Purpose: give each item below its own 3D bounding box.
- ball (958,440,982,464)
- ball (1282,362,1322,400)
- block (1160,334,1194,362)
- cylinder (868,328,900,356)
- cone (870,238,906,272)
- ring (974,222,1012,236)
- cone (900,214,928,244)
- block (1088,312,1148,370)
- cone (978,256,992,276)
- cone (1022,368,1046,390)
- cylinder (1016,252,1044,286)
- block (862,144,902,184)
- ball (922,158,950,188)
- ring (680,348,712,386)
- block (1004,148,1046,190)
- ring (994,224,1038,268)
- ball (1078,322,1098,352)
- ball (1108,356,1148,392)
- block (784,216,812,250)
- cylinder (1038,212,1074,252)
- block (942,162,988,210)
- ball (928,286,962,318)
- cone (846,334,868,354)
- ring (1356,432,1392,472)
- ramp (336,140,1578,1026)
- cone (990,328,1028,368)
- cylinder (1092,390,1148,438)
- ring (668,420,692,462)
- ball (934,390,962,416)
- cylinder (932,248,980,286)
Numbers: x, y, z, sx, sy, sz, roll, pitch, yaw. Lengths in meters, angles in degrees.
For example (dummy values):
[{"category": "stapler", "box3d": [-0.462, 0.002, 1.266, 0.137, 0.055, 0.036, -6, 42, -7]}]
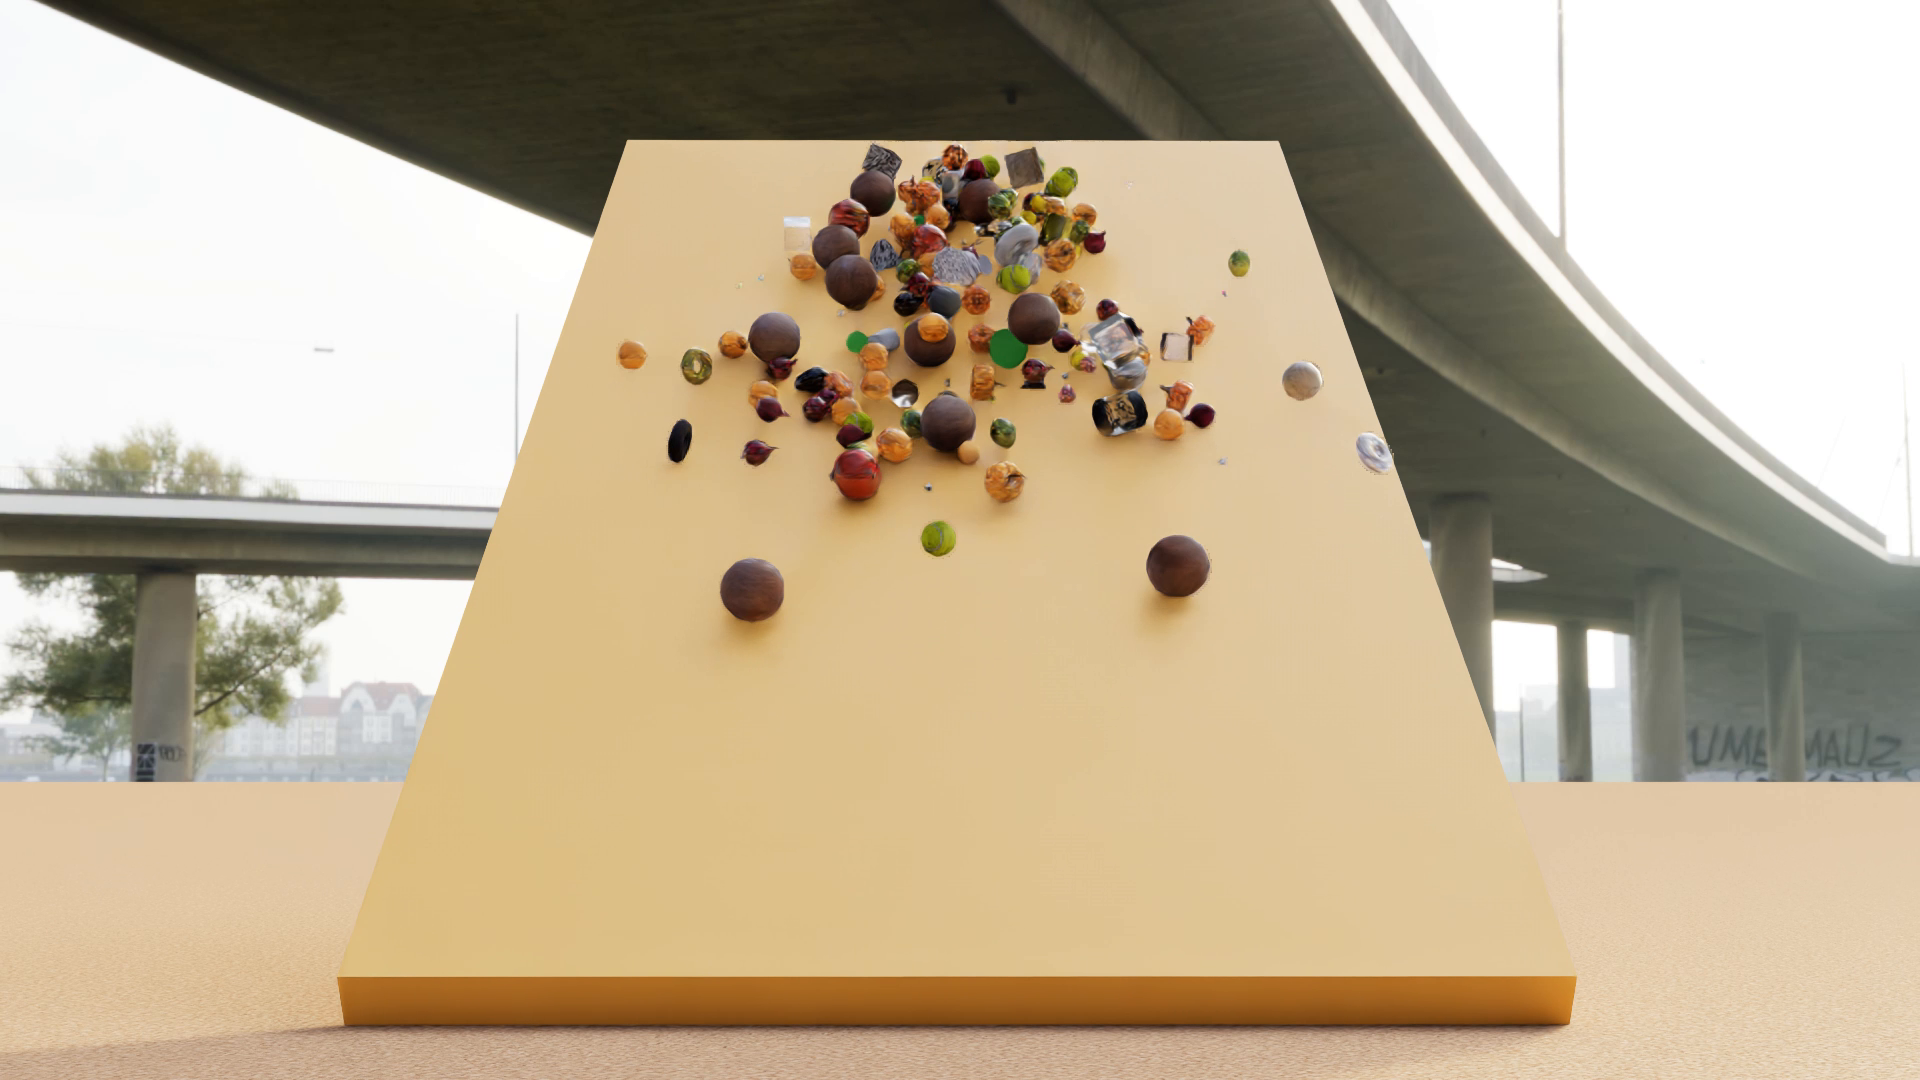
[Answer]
[{"category": "ball", "box3d": [0.021, -0.198, 5.447, 0.055, 0.055, 0.055, 0, -6, 0]}, {"category": "ball", "box3d": [0.795, -0.370, 5.579, 0.091, 0.091, 0.091, 0, -6, 0]}, {"category": "block", "box3d": [0.525, -0.466, 5.814, 0.064, 0.064, 0.064, 4, 3, -10]}, {"category": "cylinder", "box3d": [-0.190, -0.493, 5.979, 0.057, 0.057, 0.057, -6, 16, 47]}, {"category": "cone", "box3d": [-0.180, -0.757, 6.472, 0.091, 0.091, 0.091, 12, -12, -38]}, {"category": "ring", "box3d": [0.092, -0.856, 6.602, 0.106, 0.035, 0.106, -6, 11, 1]}, {"category": "cone", "box3d": [-0.110, -0.876, 6.615, 0.082, 0.082, 0.082, 3, -33, -26]}, {"category": "block", "box3d": [0.372, -0.468, 5.644, 0.091, 0.091, 0.091, -30, -16, 18]}, {"category": "cone", "box3d": [0.046, -0.732, 6.446, 0.056, 0.056, 0.056, -7, -9, 40]}, {"category": "cone", "box3d": [0.170, -0.379, 5.805, 0.057, 0.057, 0.057, -30, -15, 15]}, {"category": "cylinder", "box3d": [0.182, -0.716, 6.323, 0.063, 0.063, 0.063, 10, -37, 8]}, {"category": "block", "box3d": [-0.227, -1.098, 7.003, 0.076, 0.076, 0.076, 23, -5, 23]}, {"category": "ball", "box3d": [-0.067, -1.071, 6.996, 0.089, 0.089, 0.089, 0, -6, 0]}, {"category": "ring", "box3d": [-0.636, -0.420, 5.800, 0.030, 0.091, 0.091, 1, -3, 44]}, {"category": "block", "box3d": [0.185, -1.067, 6.893, 0.093, 0.093, 0.093, -15, 2, 6]}, {"category": "ring", "box3d": [0.149, -0.782, 6.368, 0.136, 0.045, 0.136, -34, -25, -18]}, {"category": "ball", "box3d": [0.333, -0.506, 5.987, 0.075, 0.075, 0.075, 0, -6, 0]}, {"category": "ball", "box3d": [0.404, -0.402, 5.779, 0.094, 0.094, 0.094, 0, -6, 0]}, {"category": "block", "box3d": [-0.448, -0.844, 6.599, 0.071, 0.071, 0.071, 0, 29, 0]}, {"category": "cylinder", "box3d": [0.258, -0.827, 6.443, 0.080, 0.080, 0.080, 16, -5, 1]}, {"category": "block", "box3d": [0.013, -1.014, 6.883, 0.097, 0.097, 0.097, -14, 32, -24]}, {"category": "ball", "box3d": [-0.037, -0.594, 5.993, 0.082, 0.082, 0.082, 0, -6, 0]}, {"category": "cone", "box3d": [-0.255, -0.494, 6.013, 0.055, 0.055, 0.055, -1, 10, 7]}, {"category": "ring", "box3d": [0.913, -0.192, 5.292, 0.100, 0.100, 0.033, 6, -37, -44]}, {"category": "ramp", "box3d": [-0.012, -0.218, 5.643, 2.000, 0.100, 4.000, 0, 29, 0]}, {"category": "cone", "box3d": [0.104, -0.472, 5.952, 0.099, 0.099, 0.099, 2, 0, -18]}, {"category": "cylinder", "box3d": [0.372, -0.295, 5.582, 0.091, 0.091, 0.091, -17, 3, -28]}, {"category": "ring", "box3d": [-0.635, -0.225, 5.440, 0.033, 0.100, 0.100, 13, -4, 7]}, {"category": "ball", "box3d": [-0.029, -0.323, 5.665, 0.062, 0.062, 0.062, 0, -6, 0]}, {"category": "cylinder", "box3d": [-0.009, -0.717, 6.296, 0.094, 0.094, 0.094, -2, -1, 24]}]
